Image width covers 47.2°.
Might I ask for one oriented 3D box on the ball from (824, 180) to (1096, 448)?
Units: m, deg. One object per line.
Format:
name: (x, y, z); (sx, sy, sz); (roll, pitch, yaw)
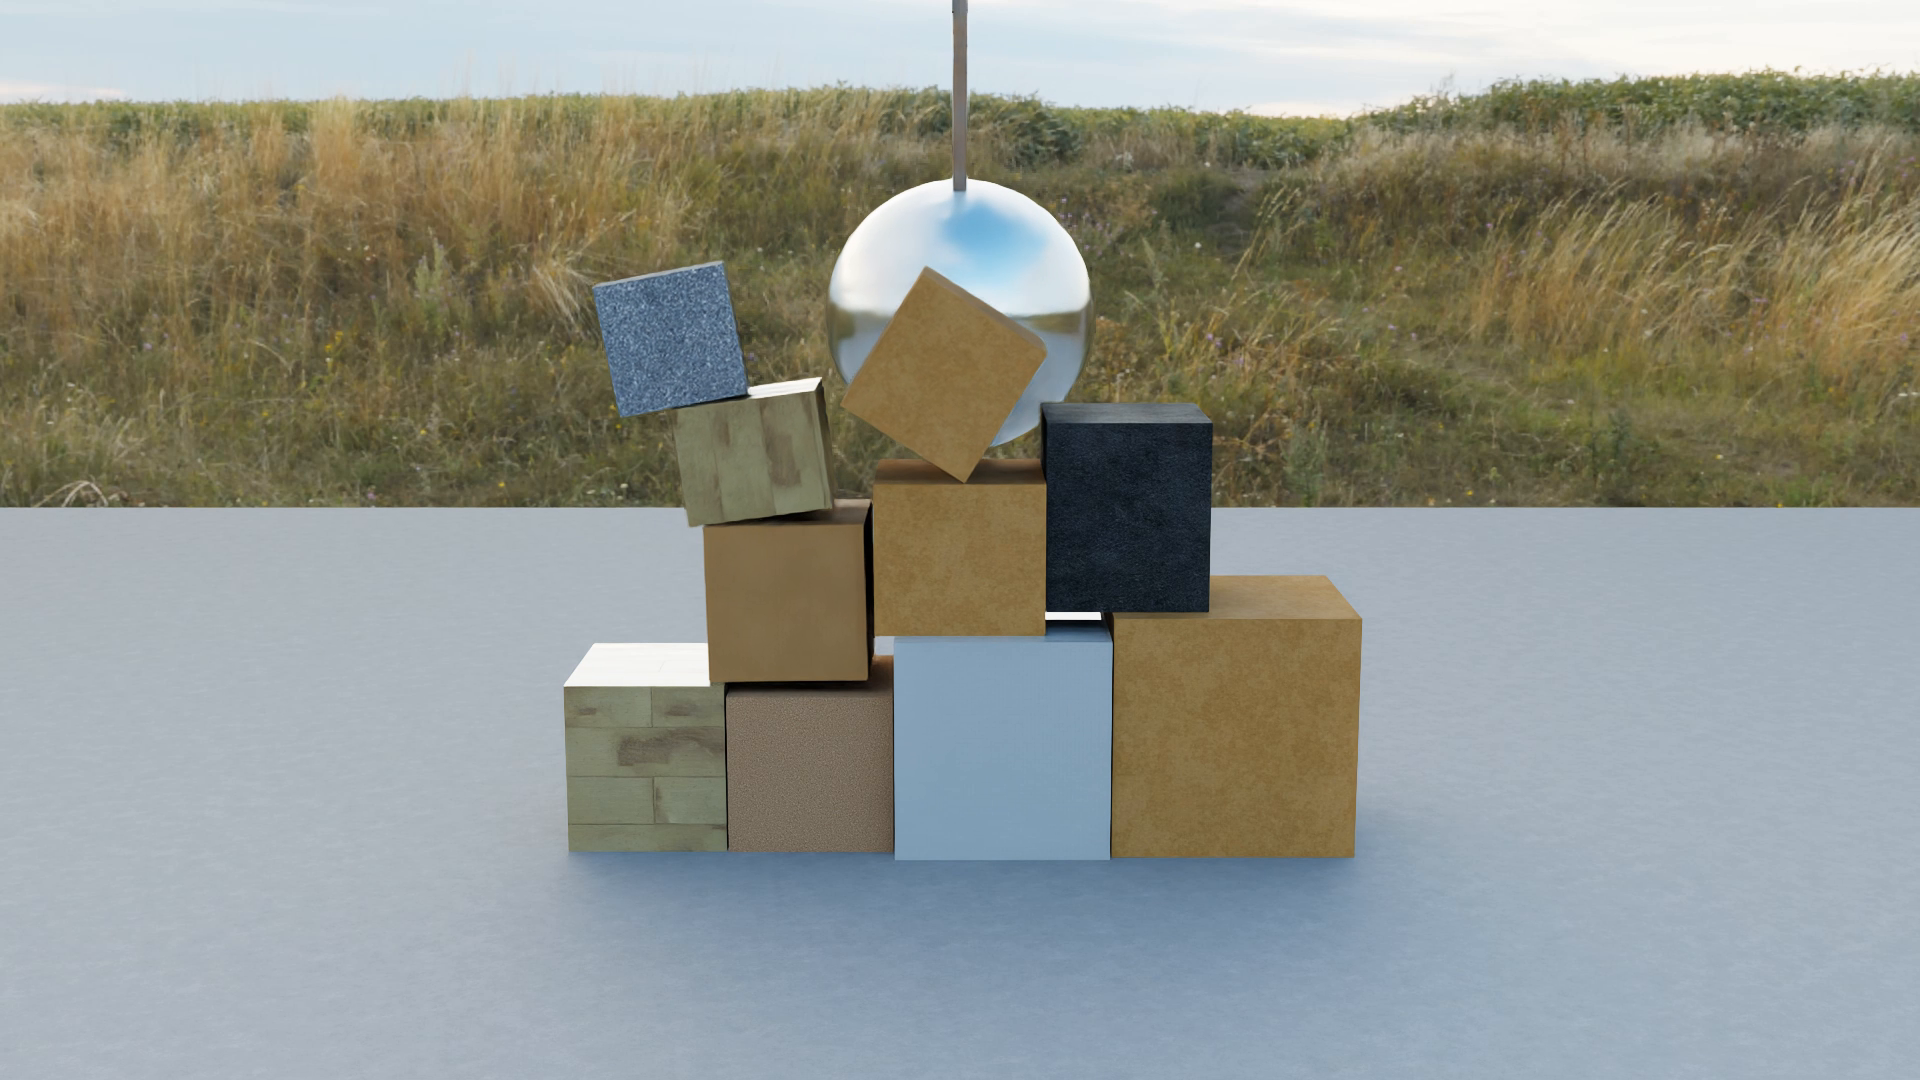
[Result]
ball: (0.000, -1.330, 13.047); (1.600, 1.600, 1.600); (0, 10, 0)

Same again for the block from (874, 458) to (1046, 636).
block: (-0.001, 0.023, 11.176); (0.841, 0.753, 0.873); (0, 10, 0)

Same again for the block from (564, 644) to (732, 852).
block: (-1.560, 1.055, 11.383); (0.792, 0.851, 0.937); (0, 10, 0)

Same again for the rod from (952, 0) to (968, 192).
rod: (0.000, -4.258, 11.320); (0.080, 5.200, 0.080); (0, 31, 0)

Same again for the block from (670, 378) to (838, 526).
block: (-1.025, -0.452, 11.093); (0.711, 0.587, 0.634); (-8, 10, 1)

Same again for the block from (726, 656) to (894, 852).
block: (-0.743, 1.087, 11.366); (0.823, 0.795, 0.913); (0, 10, 0)

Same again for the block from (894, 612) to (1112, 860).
block: (0.210, 0.935, 11.343); (1.062, 1.102, 1.166); (0, 10, 0)

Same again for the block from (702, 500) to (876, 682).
block: (-0.854, 0.246, 11.230); (0.789, 0.781, 0.785); (-1, 10, 1)

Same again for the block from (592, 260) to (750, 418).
block: (-1.439, -1.019, 11.047); (0.642, 0.644, 0.588); (-11, 10, -3)

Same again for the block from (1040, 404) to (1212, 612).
block: (0.825, -0.179, 11.163); (0.805, 0.940, 0.823); (0, 10, 0)

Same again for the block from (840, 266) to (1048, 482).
block: (-0.077, -0.846, 11.011); (0.714, 0.750, 0.794); (32, 9, -5)

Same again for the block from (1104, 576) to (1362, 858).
block: (1.354, 0.882, 11.336); (1.205, 1.210, 1.091); (0, 10, 0)
